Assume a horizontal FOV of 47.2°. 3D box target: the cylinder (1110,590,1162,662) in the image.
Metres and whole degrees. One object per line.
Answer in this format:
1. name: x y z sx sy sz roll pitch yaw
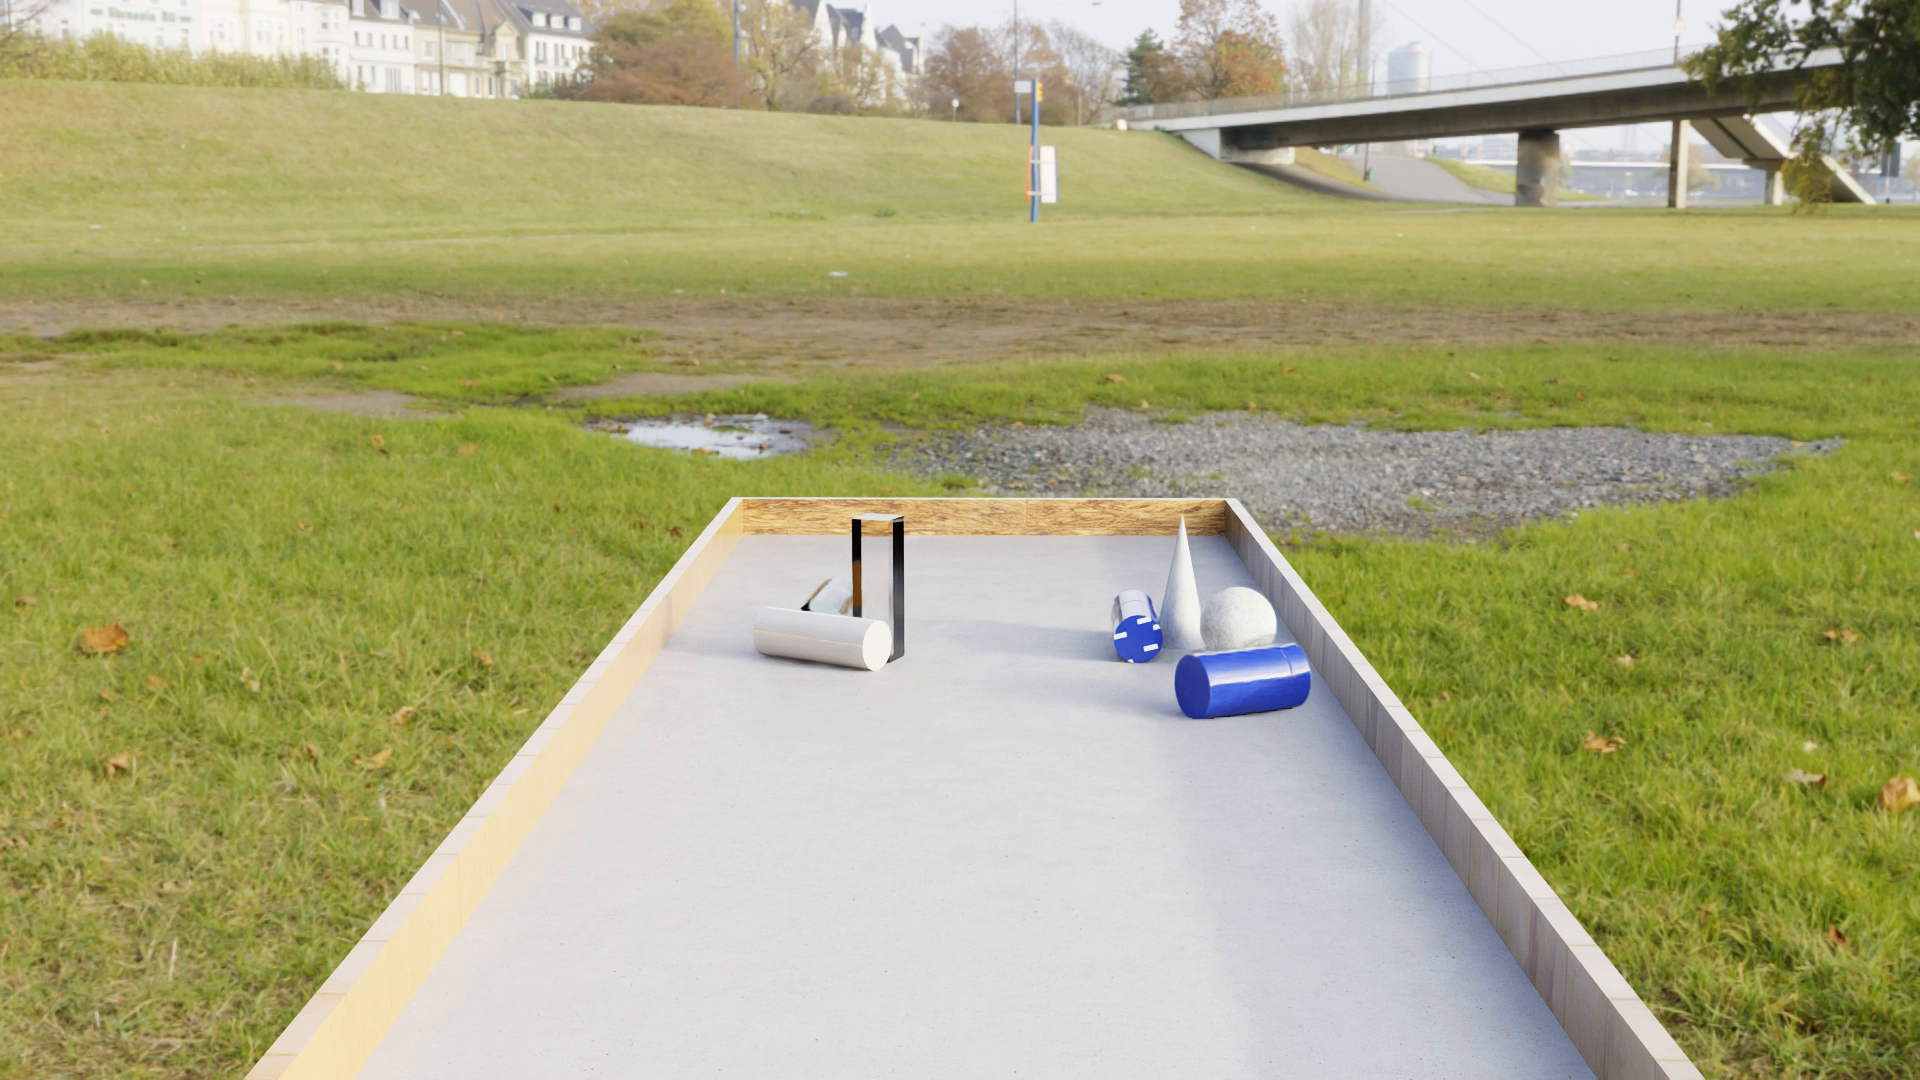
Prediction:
1. cylinder: 0.547 0.266 6.857 0.148 0.148 0.427 0 9 2

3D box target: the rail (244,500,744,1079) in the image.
1. rail: -1.004 0.839 3.234 0.050 0.150 12.000 0 9 1

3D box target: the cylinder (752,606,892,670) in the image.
1. cylinder: -0.419 0.297 6.656 0.409 0.151 0.151 6 11 32

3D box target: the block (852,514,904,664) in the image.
1. block: -0.249 0.145 6.698 0.120 0.436 0.120 4 10 21

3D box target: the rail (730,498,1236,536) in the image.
1. rail: 0.099 -0.098 9.147 2.100 0.150 0.050 0 9 1

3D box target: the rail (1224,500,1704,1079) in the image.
1. rail: 1.046 0.843 3.208 0.050 0.150 12.000 0 9 1

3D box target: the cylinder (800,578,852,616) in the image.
1. cylinder: -0.423 0.229 7.084 0.150 0.150 0.421 1 9 5

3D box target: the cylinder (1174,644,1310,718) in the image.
1. cylinder: 0.773 0.385 6.019 0.330 0.175 0.175 -5 10 -27

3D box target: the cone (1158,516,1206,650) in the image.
1. cone: 0.694 0.123 6.895 0.168 0.418 0.168 0 9 0

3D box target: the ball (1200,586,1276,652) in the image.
1. ball: 0.839 0.257 6.648 0.232 0.232 0.232 0 9 0
